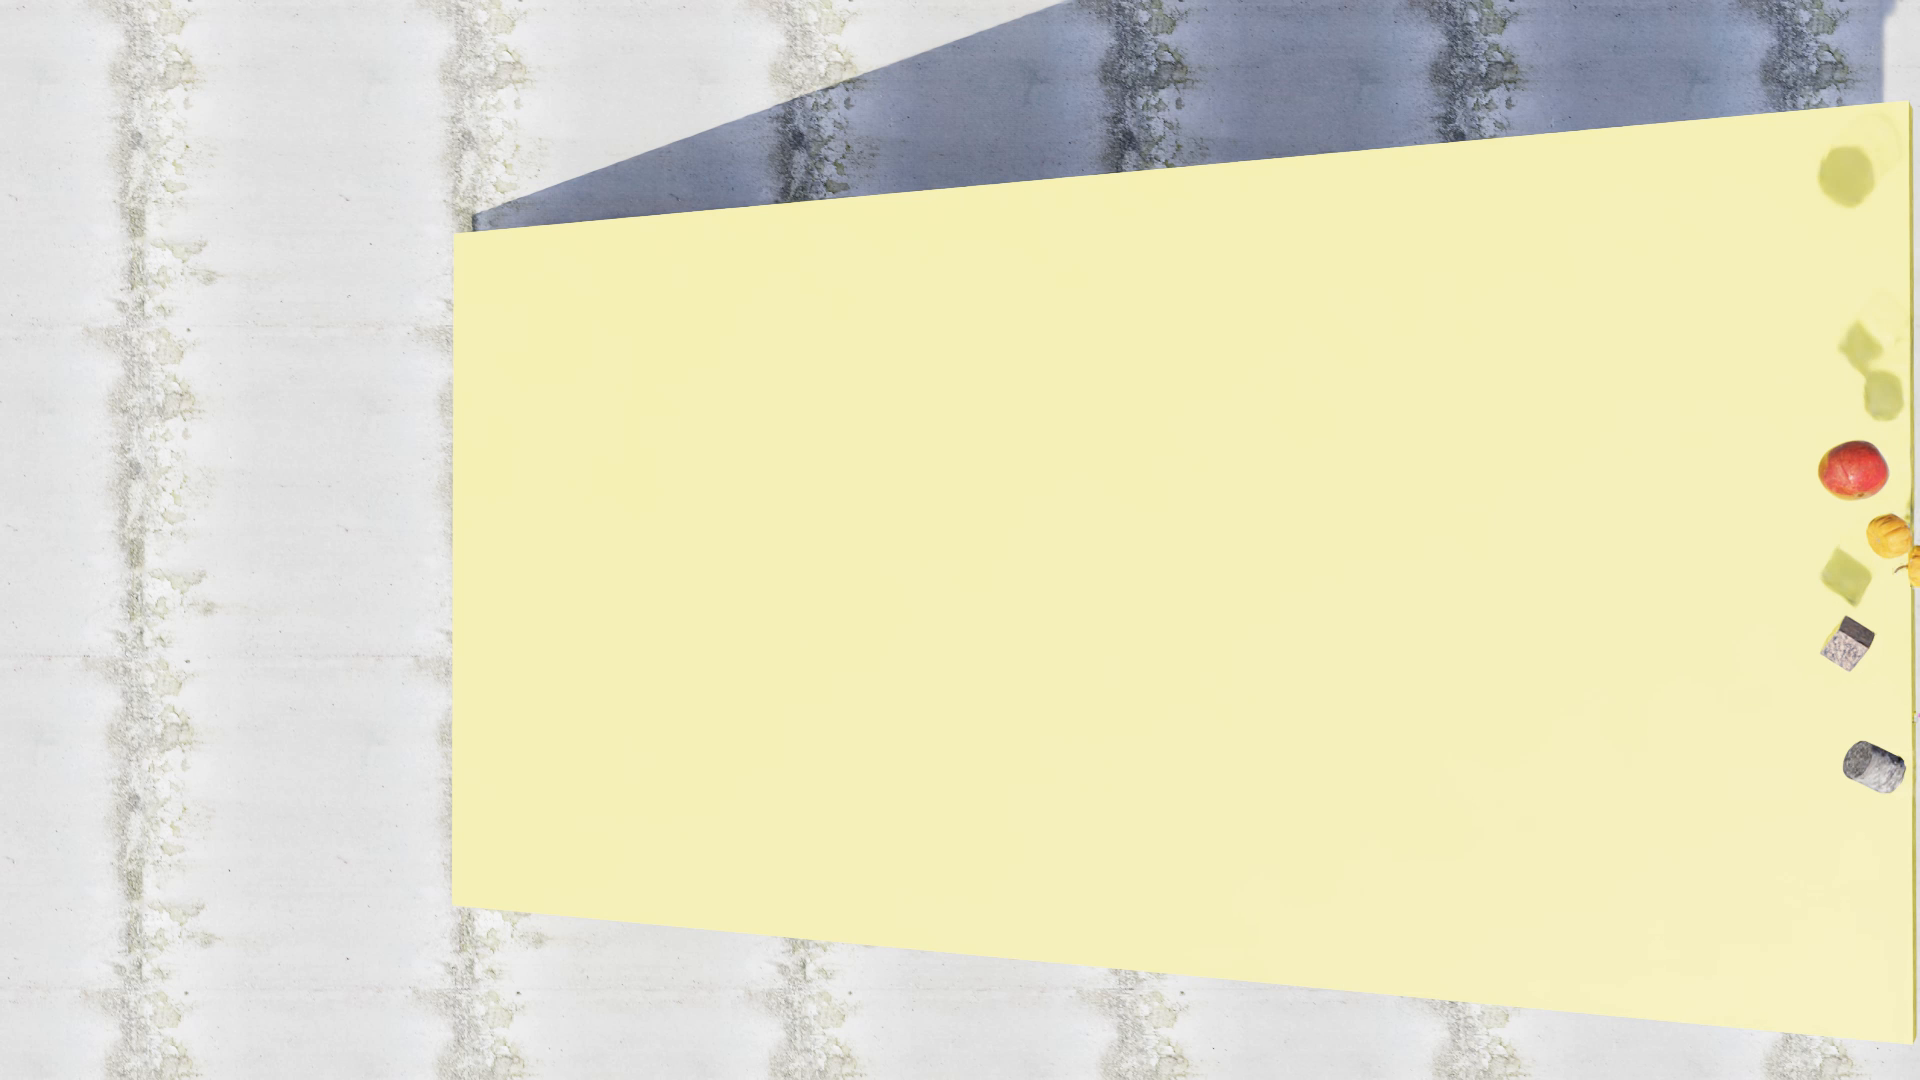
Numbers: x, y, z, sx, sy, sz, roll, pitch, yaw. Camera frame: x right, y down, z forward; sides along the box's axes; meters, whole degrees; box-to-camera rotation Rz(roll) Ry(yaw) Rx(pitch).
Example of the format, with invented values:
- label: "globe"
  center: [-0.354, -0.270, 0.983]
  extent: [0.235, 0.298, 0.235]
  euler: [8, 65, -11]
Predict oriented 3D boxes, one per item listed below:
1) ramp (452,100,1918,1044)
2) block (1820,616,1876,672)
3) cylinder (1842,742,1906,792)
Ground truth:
- label: "ramp"
  center: [0.276, 0.077, 5.648]
  extent: [4.000, 0.100, 2.000]
  euler: [0, 89, 28]
- label: "block"
  center: [1.836, 0.214, 4.549]
  extent: [0.071, 0.071, 0.071]
  euler: [35, 130, 14]
- label: "cylinder"
  center: [1.544, 0.384, 3.714]
  extent: [0.070, 0.070, 0.070]
  euler: [16, 89, -23]
